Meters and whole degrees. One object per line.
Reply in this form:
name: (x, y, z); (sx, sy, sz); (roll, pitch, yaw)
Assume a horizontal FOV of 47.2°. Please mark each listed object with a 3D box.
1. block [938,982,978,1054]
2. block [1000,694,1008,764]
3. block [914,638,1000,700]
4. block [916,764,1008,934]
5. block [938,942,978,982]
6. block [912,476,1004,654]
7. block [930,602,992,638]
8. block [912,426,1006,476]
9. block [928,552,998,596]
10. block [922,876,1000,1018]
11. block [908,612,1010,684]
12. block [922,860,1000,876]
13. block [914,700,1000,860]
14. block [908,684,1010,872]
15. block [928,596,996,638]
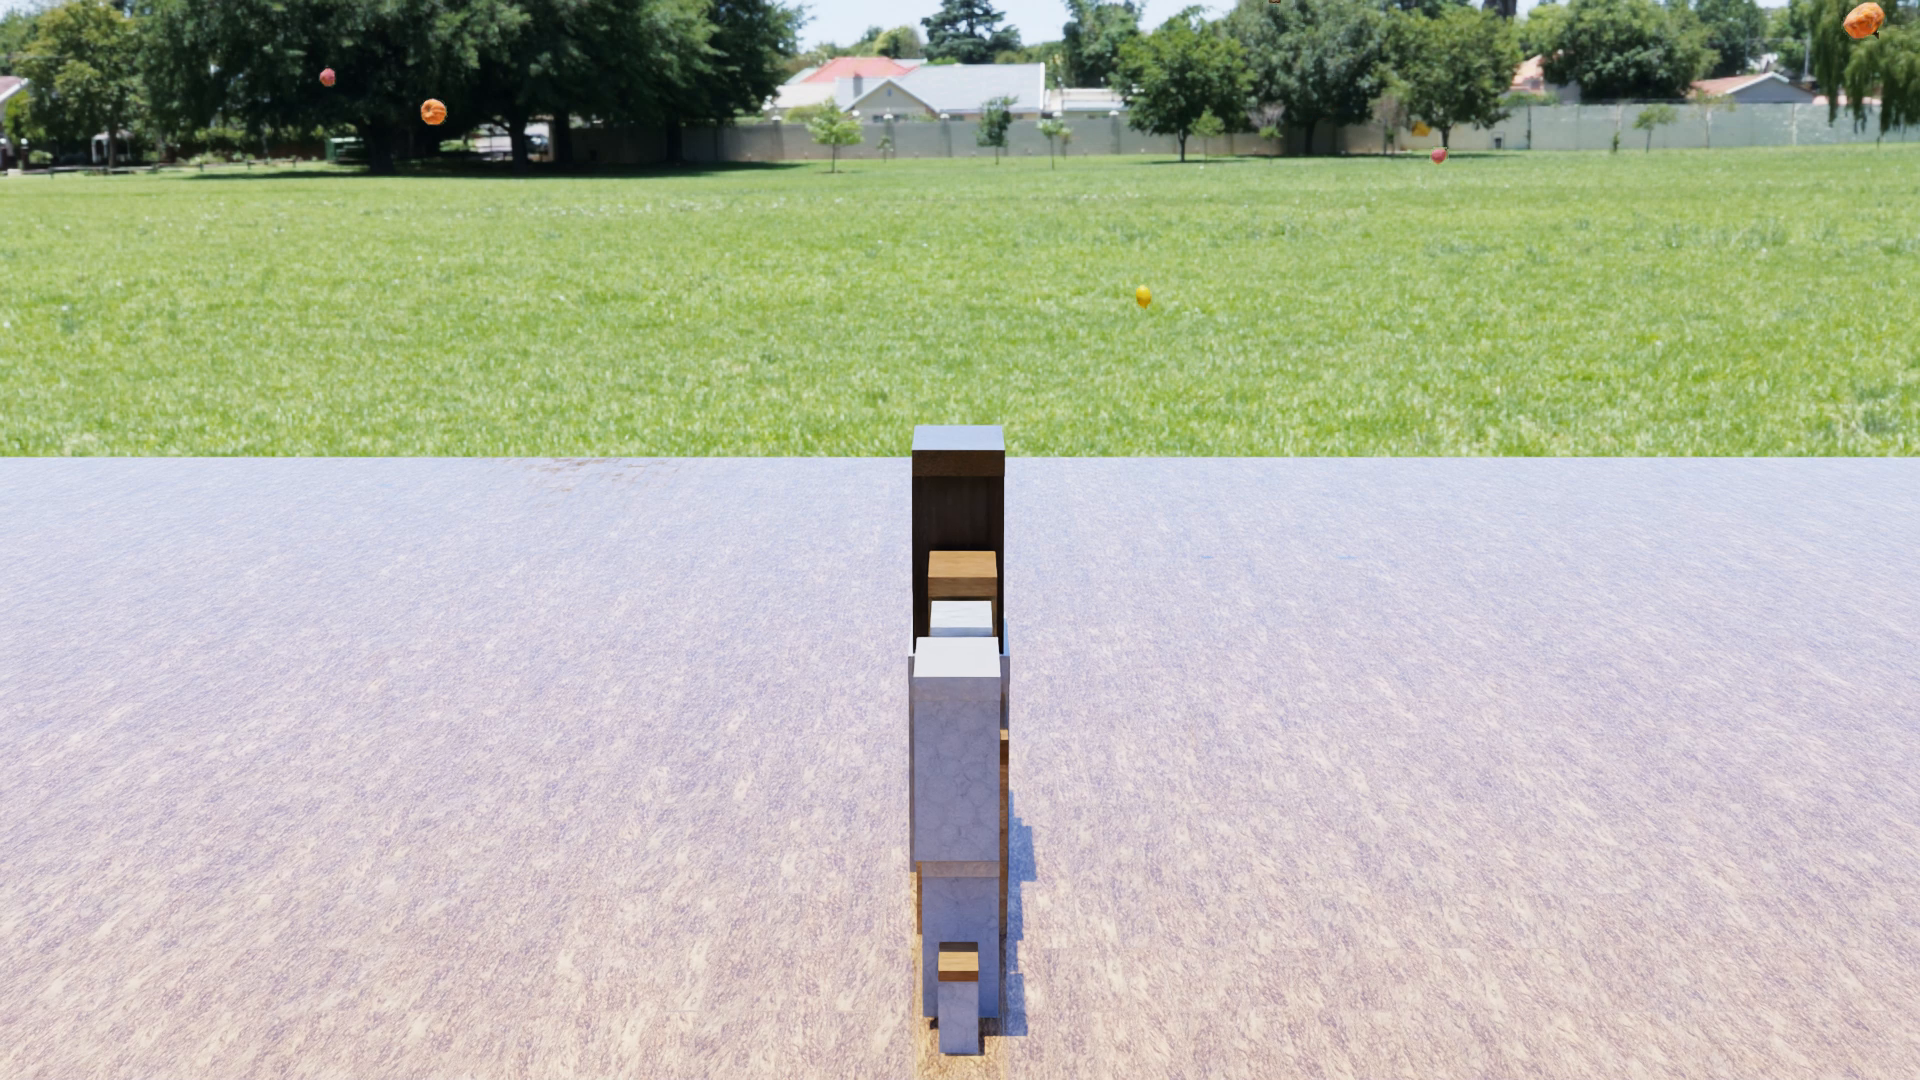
block: (-0.002, 0.653, 3.031); (0.054, 0.109, 0.015); (0, 11, 0)
block: (0.003, 0.302, 3.541); (0.143, 0.041, 0.286); (0, 11, 0)
block: (-0.004, 0.181, 3.115); (0.118, 0.034, 0.237); (0, 11, 0)
block: (0.003, 0.480, 3.477); (0.143, 0.286, 0.041); (0, 11, 0)
block: (-0.002, 0.585, 3.056); (0.054, 0.015, 0.109); (0, 11, 0)
block: (-0.003, 0.036, 3.679); (0.153, 0.306, 0.043); (0, 11, 0)
block: (0.002, 0.124, 3.323); (0.091, 0.026, 0.182); (0, 11, 0)
block: (-0.003, -0.154, 3.747); (0.153, 0.043, 0.306); (0, 11, 0)
block: (0.004, 0.053, 3.516); (0.107, 0.030, 0.214); (0, 11, 0)
block: (0.001, 0.575, 3.151); (0.109, 0.219, 0.031); (0, 11, 0)
block: (-0.002, 0.186, 3.843); (0.171, 0.048, 0.341); (0, 11, 0)
block: (0.001, 0.439, 3.200); (0.109, 0.031, 0.219); (0, 11, 0)
block: (-0.004, 0.328, 3.063); (0.118, 0.237, 0.034); (0, 11, 0)
block: (-0.002, 0.398, 3.767); (0.171, 0.341, 0.048); (0, 11, 0)
block: (0.004, 0.186, 3.468); (0.107, 0.214, 0.030); (0, 11, 0)
